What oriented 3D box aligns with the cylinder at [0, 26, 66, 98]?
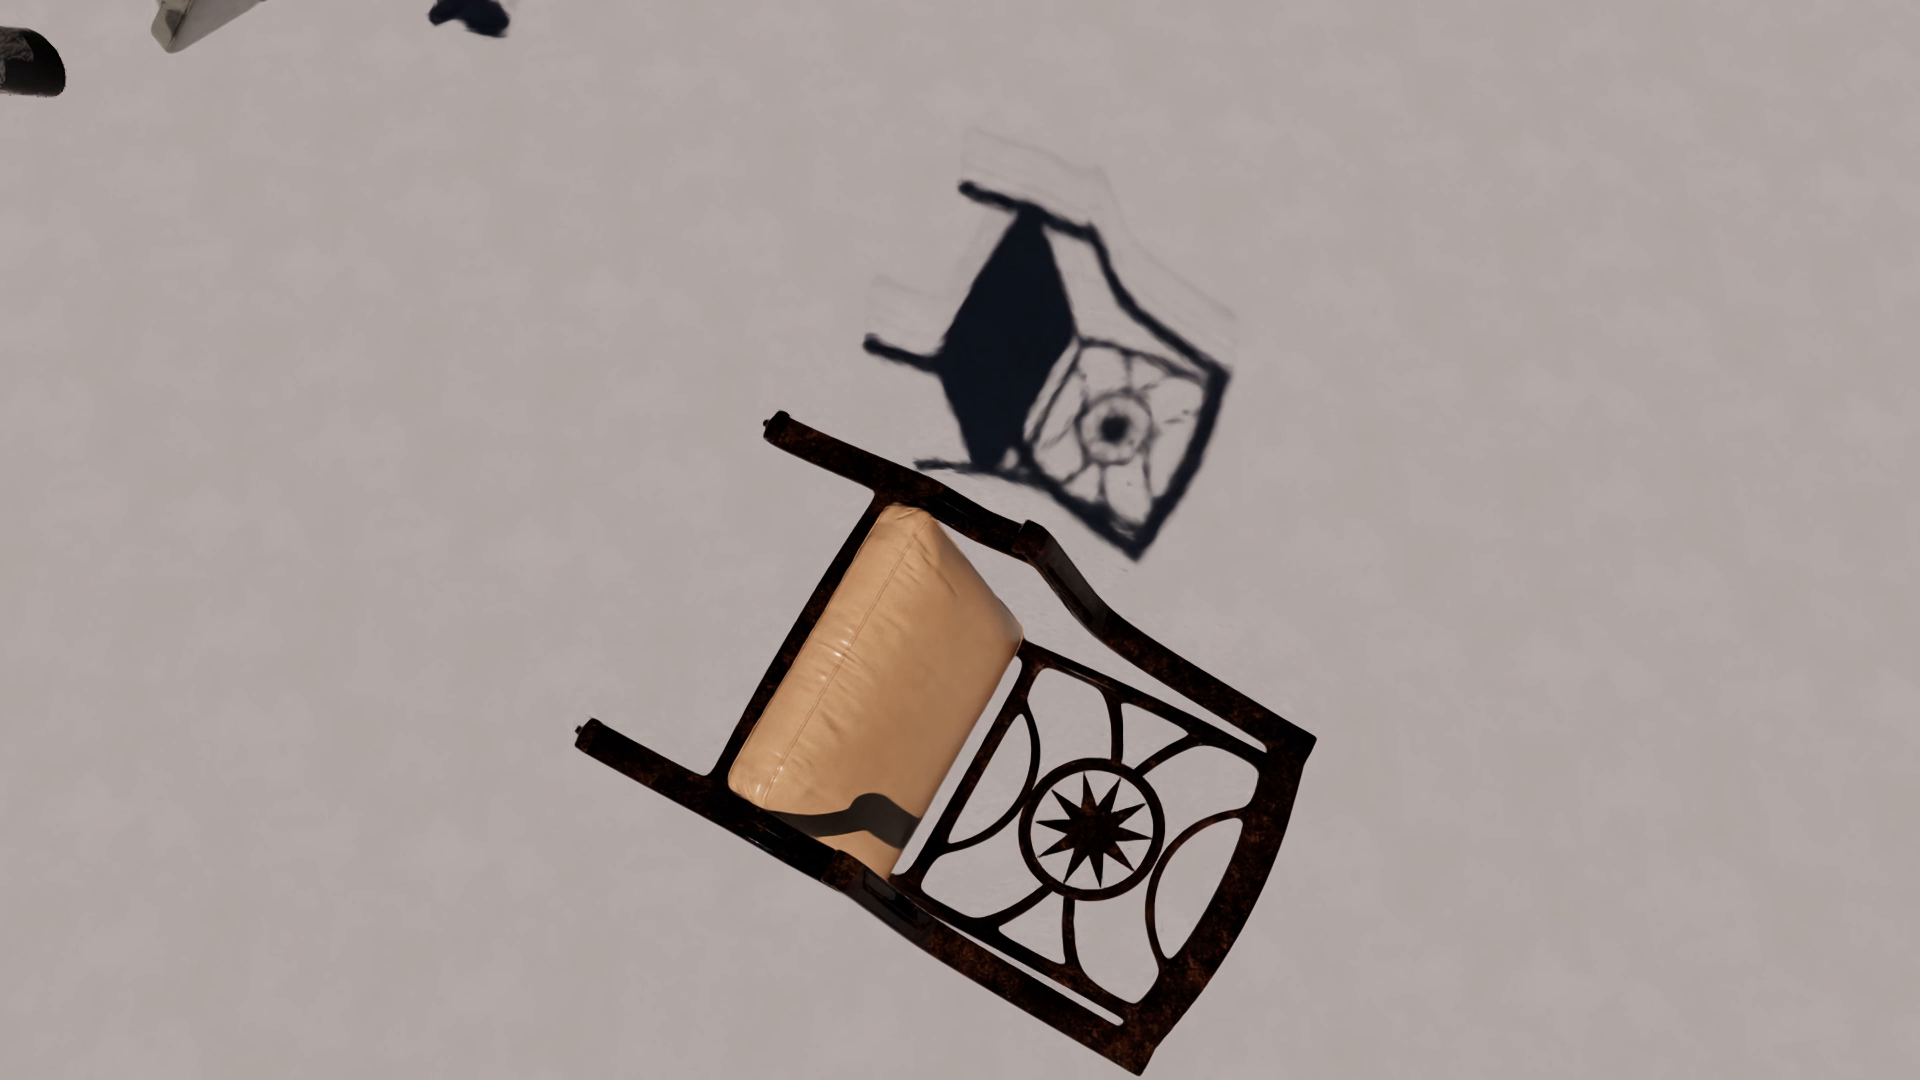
[{"bbox_3d":[-1.966,-0.988,4.524,0.184,0.166,0.116,41,109,11],"label":"cylinder"}]
